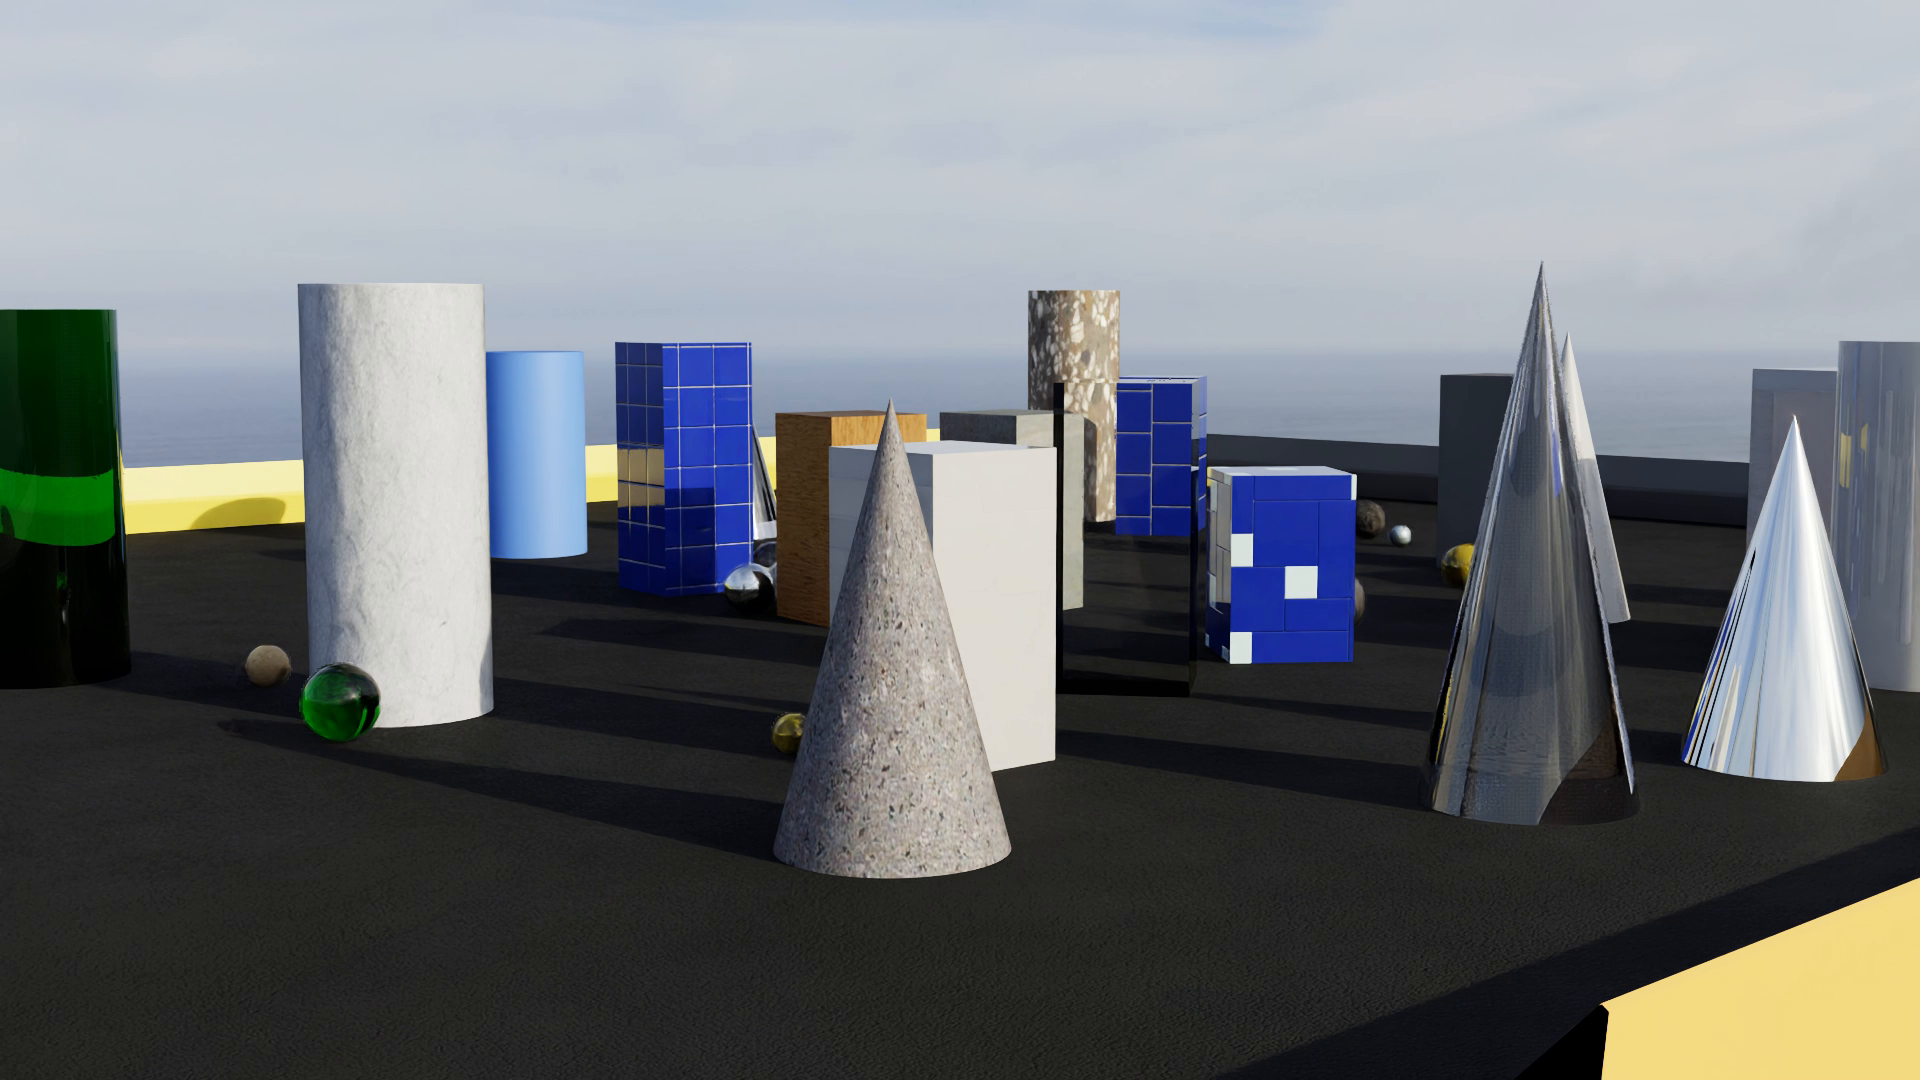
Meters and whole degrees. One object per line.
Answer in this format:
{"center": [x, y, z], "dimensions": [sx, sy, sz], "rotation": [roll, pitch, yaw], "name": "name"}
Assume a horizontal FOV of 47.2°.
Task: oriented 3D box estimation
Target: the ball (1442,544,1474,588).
{"center": [0.813, 0.042, 3.536], "dimensions": [0.072, 0.072, 0.072], "rotation": [0, 6, 0], "name": "ball"}

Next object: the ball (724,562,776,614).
{"center": [-0.308, 0.072, 3.231], "dimensions": [0.076, 0.076, 0.076], "rotation": [0, 6, 0], "name": "ball"}

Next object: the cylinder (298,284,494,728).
{"center": [-0.623, -0.045, 2.433], "dimensions": [0.198, 0.473, 0.198], "rotation": [0, 6, 0], "name": "cylinder"}

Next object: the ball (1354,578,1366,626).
{"center": [0.514, 0.084, 3.038], "dimensions": [0.091, 0.091, 0.091], "rotation": [0, 6, 0], "name": "ball"}

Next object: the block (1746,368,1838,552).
{"center": [1.159, -0.041, 2.902], "dimensions": [0.159, 0.368, 0.159], "rotation": [-3, 7, -28], "name": "block"}

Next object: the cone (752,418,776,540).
{"center": [-0.446, -0.189, 4.370], "dimensions": [0.198, 0.359, 0.198], "rotation": [0, 6, 0], "name": "cone"}

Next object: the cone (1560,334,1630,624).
{"center": [0.881, -0.097, 3.207], "dimensions": [0.198, 0.417, 0.198], "rotation": [0, 6, 0], "name": "cone"}

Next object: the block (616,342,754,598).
{"center": [-0.441, -0.119, 3.520], "dimensions": [0.159, 0.395, 0.159], "rotation": [-4, 7, -36], "name": "block"}

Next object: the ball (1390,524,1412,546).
{"center": [0.833, -0.008, 4.159], "dimensions": [0.042, 0.042, 0.042], "rotation": [0, 6, 0], "name": "ball"}

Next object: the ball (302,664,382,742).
{"center": [-0.641, 0.168, 2.281], "dimensions": [0.080, 0.080, 0.080], "rotation": [0, 6, 0], "name": "ball"}

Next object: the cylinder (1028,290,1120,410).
{"center": [0.246, -0.295, 4.766], "dimensions": [0.198, 0.488, 0.198], "rotation": [0, 6, 0], "name": "cylinder"}

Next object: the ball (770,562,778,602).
{"center": [-0.251, 0.062, 3.304], "dimensions": [0.081, 0.081, 0.081], "rotation": [0, 6, 0], "name": "ball"}

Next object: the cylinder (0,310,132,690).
{"center": [-1.121, -0.056, 2.670], "dimensions": [0.198, 0.446, 0.198], "rotation": [0, 6, 0], "name": "cylinder"}

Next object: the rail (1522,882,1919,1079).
{"center": [1.285, 0.178, 1.947], "dimensions": [4.092, 0.129, 0.045], "rotation": [-5, 8, -42], "name": "rail"}

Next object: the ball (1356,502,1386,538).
{"center": [0.797, -0.039, 4.311], "dimensions": [0.073, 0.073, 0.073], "rotation": [0, 6, 0], "name": "ball"}

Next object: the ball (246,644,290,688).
{"center": [-0.821, 0.150, 2.609], "dimensions": [0.050, 0.050, 0.050], "rotation": [0, 6, 0], "name": "ball"}

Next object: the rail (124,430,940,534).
{"center": [-1.285, -0.111, 4.717], "dimensions": [4.092, 0.129, 0.045], "rotation": [-5, 8, -42], "name": "rail"}

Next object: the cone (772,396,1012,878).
{"center": [-0.056, 0.069, 1.810], "dimensions": [0.198, 0.376, 0.198], "rotation": [0, 6, 0], "name": "cone"}

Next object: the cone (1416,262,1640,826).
{"center": [0.517, -0.006, 1.980], "dimensions": [0.198, 0.490, 0.198], "rotation": [0, 6, 0], "name": "cone"}

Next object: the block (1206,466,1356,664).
{"center": [0.414, 0.029, 2.858], "dimensions": [0.159, 0.238, 0.159], "rotation": [-1, 6, -5], "name": "block"}

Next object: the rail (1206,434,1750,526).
{"center": [1.486, -0.109, 4.696], "dimensions": [0.045, 0.129, 3.837], "rotation": [-5, 8, -42], "name": "rail"}

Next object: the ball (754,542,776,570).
{"center": [-0.304, 0.039, 3.565], "dimensions": [0.073, 0.073, 0.073], "rotation": [0, 6, 0], "name": "ball"}

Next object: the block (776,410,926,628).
{"center": [-0.158, -0.035, 3.188], "dimensions": [0.159, 0.297, 0.159], "rotation": [-4, 7, -34], "name": "block"}

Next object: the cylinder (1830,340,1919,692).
{"center": [1.155, -0.035, 2.647], "dimensions": [0.198, 0.409, 0.198], "rotation": [0, 6, 0], "name": "cylinder"}

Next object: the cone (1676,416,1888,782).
{"center": [0.816, 0.048, 2.168], "dimensions": [0.198, 0.343, 0.198], "rotation": [0, 6, 0], "name": "cone"}

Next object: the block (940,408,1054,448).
{"center": [0.081, -0.049, 3.350], "dimensions": [0.159, 0.291, 0.159], "rotation": [6, 8, 44], "name": "block"}

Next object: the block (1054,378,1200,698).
{"center": [0.199, -0.008, 2.611], "dimensions": [0.159, 0.362, 0.159], "rotation": [1, 6, 9], "name": "block"}

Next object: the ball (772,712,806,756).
{"center": [-0.167, 0.195, 2.210], "dimensions": [0.042, 0.042, 0.042], "rotation": [0, 6, 0], "name": "ball"}

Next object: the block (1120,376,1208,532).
{"center": [0.414, -0.178, 4.486], "dimensions": [0.159, 0.312, 0.159], "rotation": [1, 6, 13], "name": "block"}

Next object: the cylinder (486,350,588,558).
{"center": [-0.789, -0.161, 4.046], "dimensions": [0.198, 0.370, 0.198], "rotation": [0, 6, 0], "name": "cylinder"}

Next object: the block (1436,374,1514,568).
{"center": [0.939, -0.118, 3.804], "dimensions": [0.159, 0.335, 0.159], "rotation": [5, 8, 42], "name": "block"}

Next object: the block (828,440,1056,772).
{"center": [-0.018, 0.063, 2.179], "dimensions": [0.159, 0.311, 0.159], "rotation": [-5, 8, -41], "name": "block"}
